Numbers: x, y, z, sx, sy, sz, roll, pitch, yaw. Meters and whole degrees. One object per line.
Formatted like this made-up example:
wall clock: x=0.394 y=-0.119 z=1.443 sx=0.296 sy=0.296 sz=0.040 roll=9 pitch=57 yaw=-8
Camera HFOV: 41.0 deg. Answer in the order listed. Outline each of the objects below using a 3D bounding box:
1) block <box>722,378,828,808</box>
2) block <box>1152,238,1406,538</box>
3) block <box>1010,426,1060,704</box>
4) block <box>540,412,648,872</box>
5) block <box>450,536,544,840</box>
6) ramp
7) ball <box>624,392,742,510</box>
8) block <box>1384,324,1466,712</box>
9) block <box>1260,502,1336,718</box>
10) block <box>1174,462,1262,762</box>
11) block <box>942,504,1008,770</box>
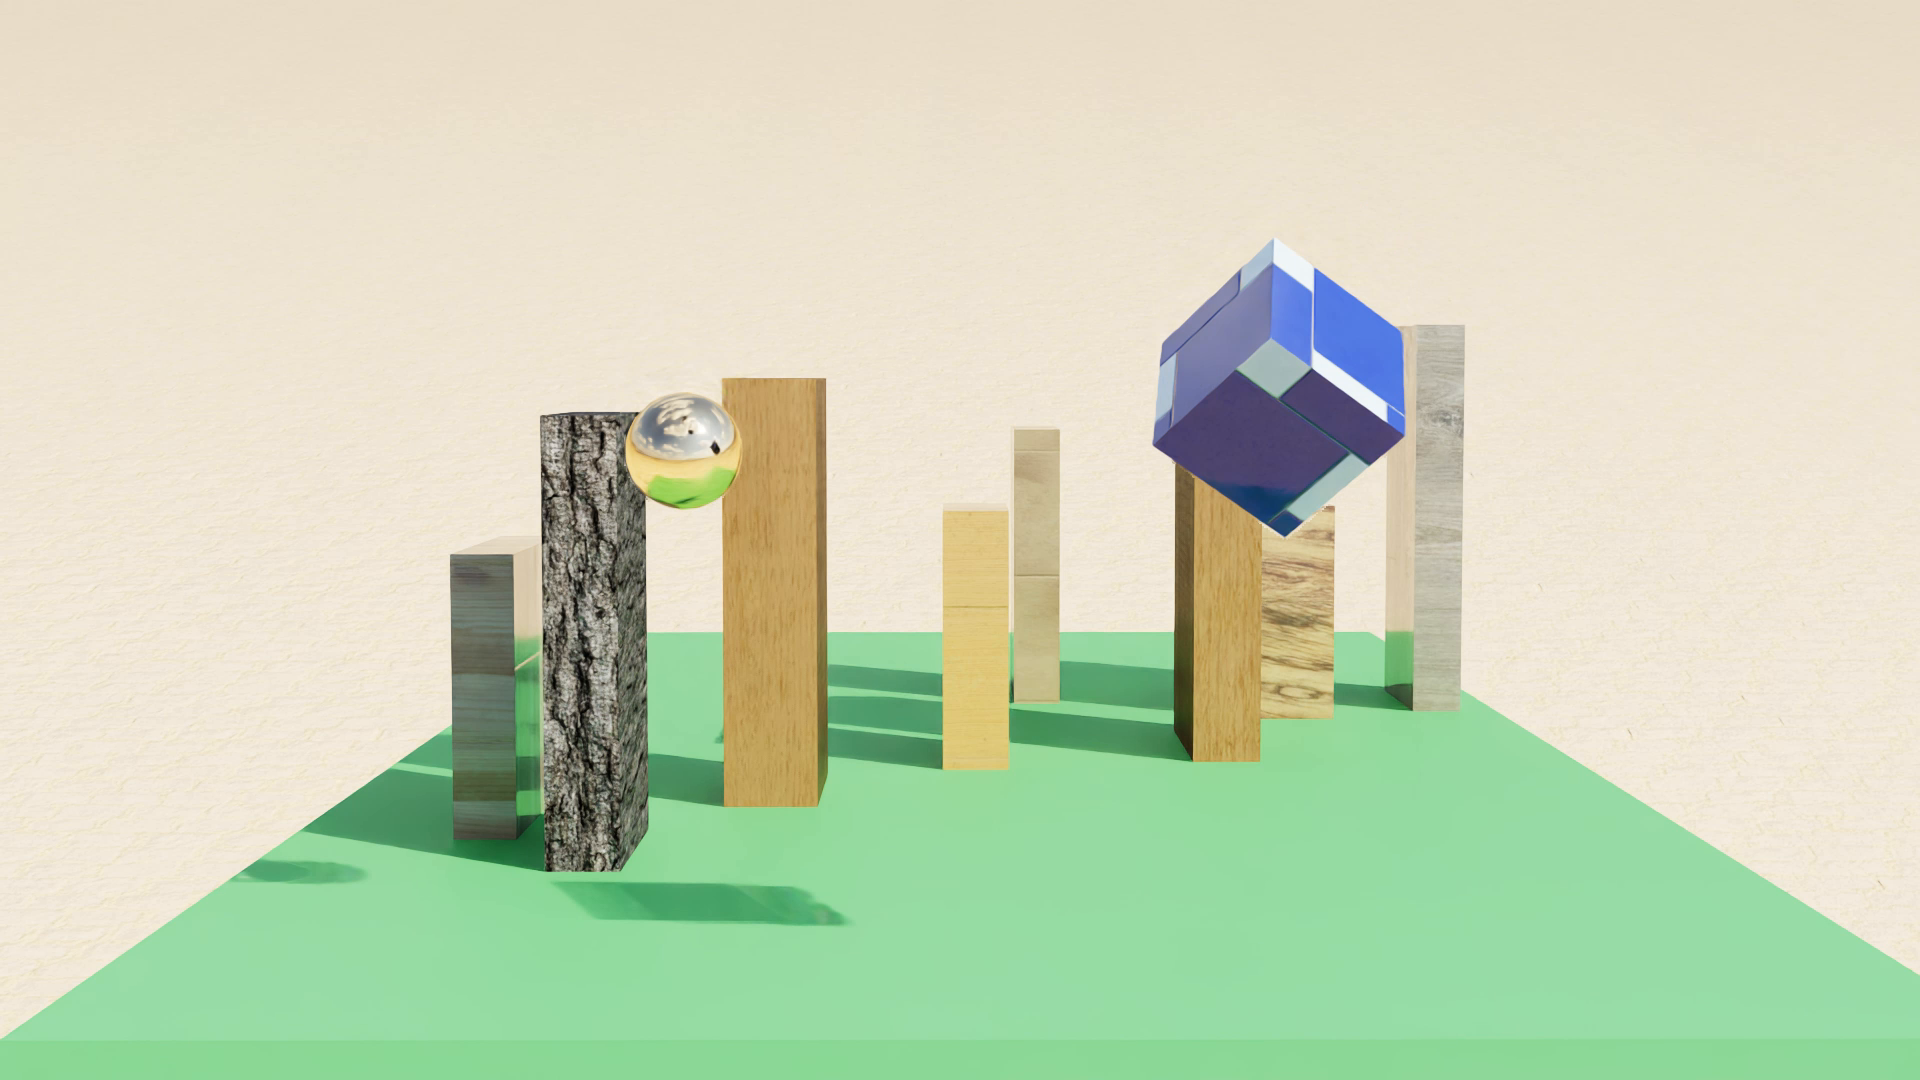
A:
block: x=-0.288 y=0.071 z=4.034 sx=0.142 sy=0.649 sz=0.316 roll=0 pitch=4 yaw=0
block: x=0.334 y=-0.159 z=2.678 sx=0.181 sy=0.181 sz=0.181 roll=33 pitch=37 yaw=-19
block: x=0.152 y=0.043 z=5.260 sx=0.091 sy=0.546 sz=0.327 roll=0 pitch=4 yaw=0
block: x=-0.499 y=0.127 z=3.529 sx=0.099 sy=0.603 sz=0.316 roll=0 pitch=4 yaw=0
block: x=-0.672 y=0.208 z=3.819 sx=0.089 sy=0.404 sz=0.409 roll=0 pitch=4 yaw=0
ramp: x=0.046 y=0.414 z=4.536 sx=2.000 sy=0.100 sz=4.000 roll=0 pitch=4 yaw=0
ball: x=-0.316 y=-0.102 z=2.941 sx=0.134 sy=0.134 sz=0.134 roll=0 pitch=20 yaw=0
block: x=0.927 y=-0.052 z=5.135 sx=0.093 sy=0.750 sz=0.332 roll=0 pitch=4 yaw=0
block: x=0.638 y=0.126 z=5.058 sx=0.144 sy=0.406 sz=0.373 roll=0 pitch=4 yaw=0
block: x=0.451 y=0.018 z=4.516 sx=0.114 sy=0.692 sz=0.387 roll=0 pitch=4 yaw=0
block: x=0.026 y=0.158 z=4.379 sx=0.109 sy=0.430 sz=0.263 roll=0 pitch=4 yaw=0
